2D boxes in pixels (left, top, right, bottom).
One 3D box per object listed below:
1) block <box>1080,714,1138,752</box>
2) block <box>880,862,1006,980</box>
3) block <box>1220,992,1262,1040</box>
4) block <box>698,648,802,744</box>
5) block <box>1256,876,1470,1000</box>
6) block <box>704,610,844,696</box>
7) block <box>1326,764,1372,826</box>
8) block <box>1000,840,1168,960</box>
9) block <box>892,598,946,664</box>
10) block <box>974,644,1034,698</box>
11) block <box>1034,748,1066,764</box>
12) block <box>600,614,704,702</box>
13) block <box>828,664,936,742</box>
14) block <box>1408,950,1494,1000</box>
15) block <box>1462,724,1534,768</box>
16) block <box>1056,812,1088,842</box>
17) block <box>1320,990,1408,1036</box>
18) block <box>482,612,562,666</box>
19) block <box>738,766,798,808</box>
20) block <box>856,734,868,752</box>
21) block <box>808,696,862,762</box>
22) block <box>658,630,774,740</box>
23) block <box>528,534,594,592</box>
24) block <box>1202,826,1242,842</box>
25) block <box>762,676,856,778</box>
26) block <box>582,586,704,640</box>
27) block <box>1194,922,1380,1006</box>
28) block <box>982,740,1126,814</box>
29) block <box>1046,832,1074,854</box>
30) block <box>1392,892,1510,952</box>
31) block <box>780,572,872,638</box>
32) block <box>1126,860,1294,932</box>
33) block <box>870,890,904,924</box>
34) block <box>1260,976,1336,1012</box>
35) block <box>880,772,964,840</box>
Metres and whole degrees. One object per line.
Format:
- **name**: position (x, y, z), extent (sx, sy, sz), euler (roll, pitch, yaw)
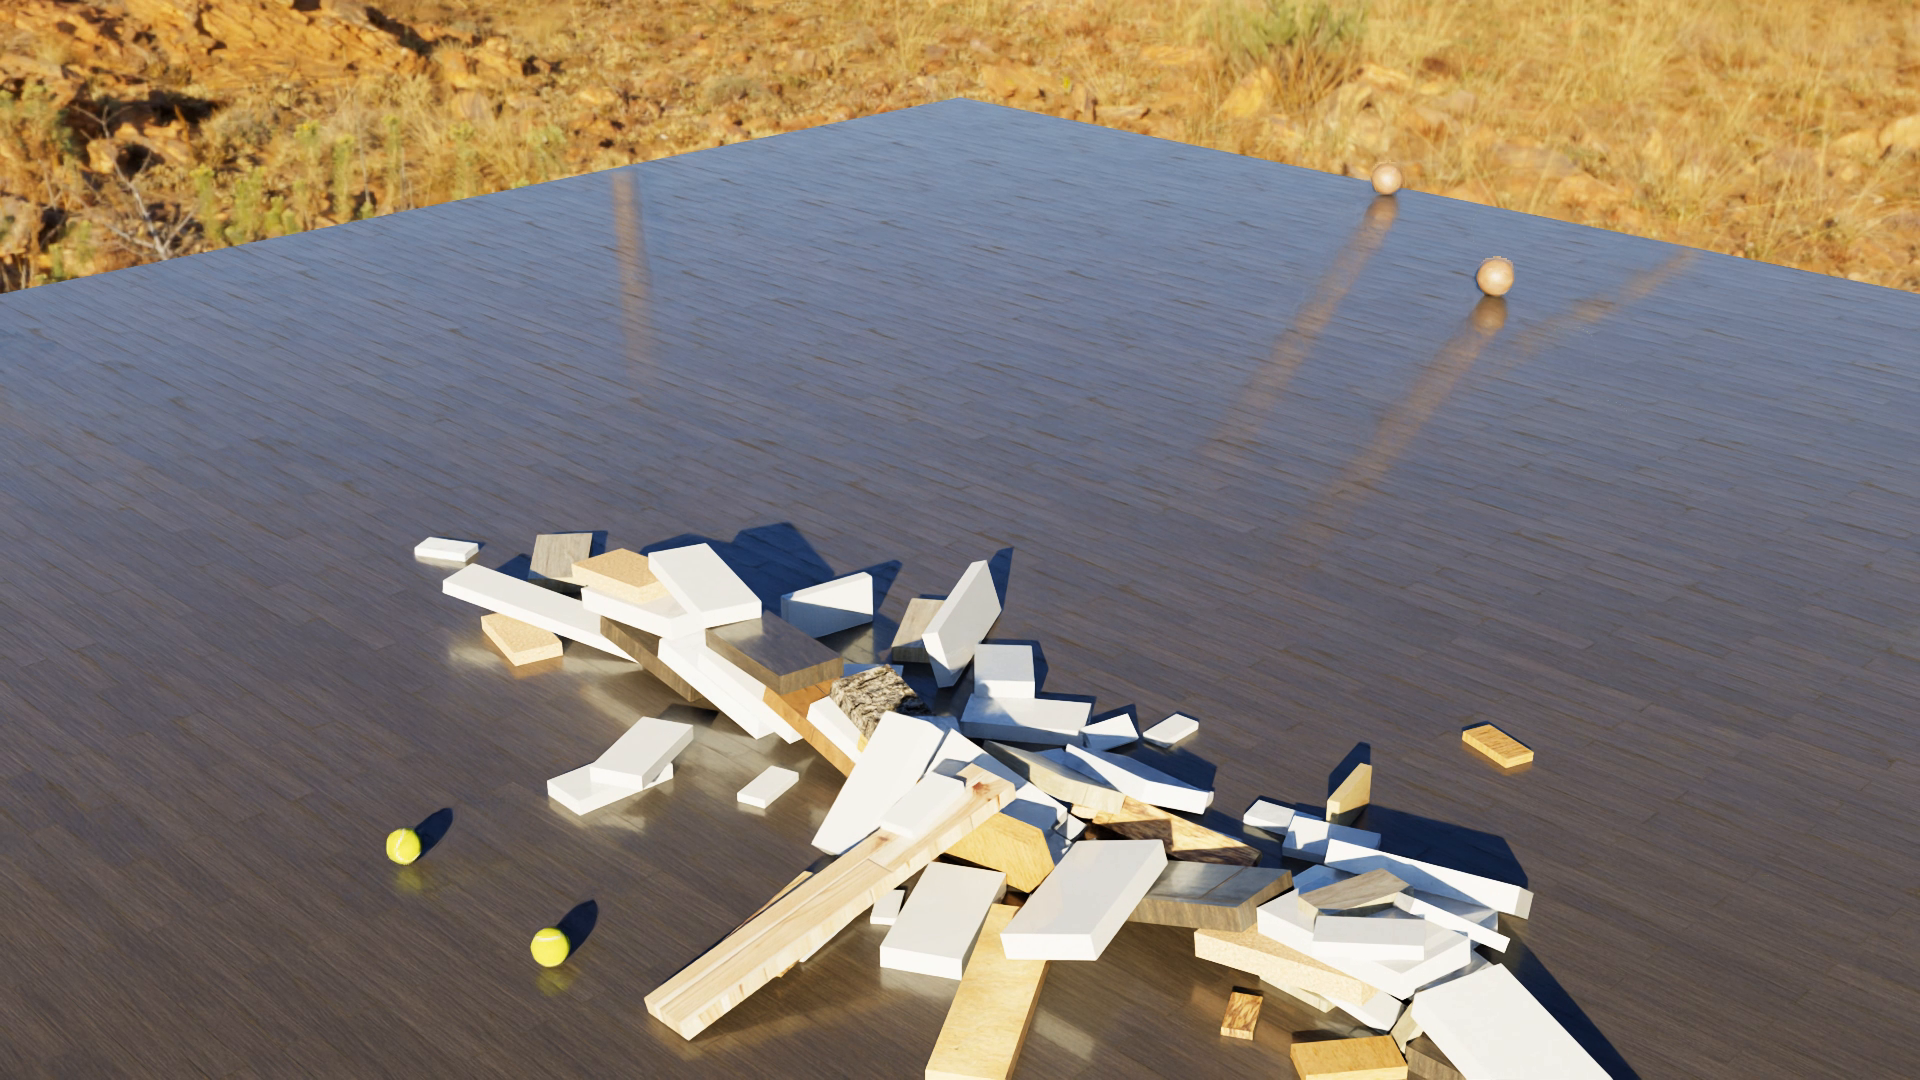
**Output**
- **block**: position (0.320, 0.416, 4.712), extent (0.118, 0.017, 0.059), euler (-14, 71, -30)
- **block**: position (-0.027, 0.699, 4.059), extent (0.151, 0.043, 0.302), euler (7, 24, 15)
- **block**: position (0.488, 0.822, 3.803), extent (0.054, 0.015, 0.108), euler (7, 24, 15)
- **block**: position (-0.411, 0.317, 4.797), extent (0.158, 0.045, 0.316), euler (-21, 44, -40)
- **block**: position (0.695, 0.684, 3.807), extent (0.169, 0.048, 0.338), euler (-18, 22, -34)
- **block**: position (-0.405, 0.241, 4.767), extent (0.158, 0.045, 0.316), euler (-16, 27, -32)
- **block**: position (0.780, 0.525, 4.413), extent (0.025, 0.087, 0.174), euler (13, 26, 28)
- **block**: position (0.230, 0.652, 4.007), extent (0.177, 0.050, 0.354), euler (-5, 18, 29)
- **block**: position (-0.072, 0.215, 5.207), extent (0.134, 0.038, 0.267), euler (4, 23, 8)
- **block**: position (0.099, 0.295, 4.967), extent (0.132, 0.037, 0.264), euler (2, 15, 0)
- **block**: position (0.159, 0.472, 4.623), extent (0.140, 0.020, 0.070), euler (-7, 24, -16)
- **block**: position (-0.653, 0.245, 5.057), extent (0.176, 0.050, 0.353), euler (-20, 38, -39)
- **block**: position (-0.126, 0.377, 4.508), extent (0.145, 0.041, 0.290), euler (-16, 46, -37)
- **block**: position (0.846, 0.763, 3.835), extent (0.153, 0.043, 0.306), euler (-7, 13, -15)
- **block**: position (1.149, 0.440, 4.699), extent (0.071, 0.020, 0.142), euler (-11, 26, -25)
- **block**: position (0.178, 0.554, 4.377), extent (0.138, 0.020, 0.069), euler (31, 33, 21)
- **block**: position (0.700, 0.799, 3.817), extent (0.146, 0.021, 0.073), euler (30, 36, 32)
- **block**: position (-1.034, 0.226, 5.187), extent (0.115, 0.033, 0.230), euler (-13, 26, -28)
- **block**: position (-0.396, 0.509, 4.538), extent (0.065, 0.018, 0.131), euler (12, 26, 25)
- **block**: position (-0.059, 0.472, 4.478), extent (0.145, 0.041, 0.290), euler (-22, 50, -41)
- **block**: position (-0.167, 0.418, 4.578), extent (0.145, 0.041, 0.290), euler (-23, 51, -42)
- **block**: position (-0.492, 0.302, 4.889), extent (0.176, 0.050, 0.353), euler (-21, 43, -40)
- **block**: position (-1.010, 0.058, 5.574), extent (0.141, 0.040, 0.282), euler (-2, 23, -5)
- **block**: position (0.464, 0.594, 4.331), extent (0.164, 0.023, 0.082), euler (15, 27, 31)
- **block**: position (-0.253, 0.389, 4.656), extent (0.316, 0.045, 0.158), euler (39, 41, 28)
- **block**: position (-0.698, 0.146, 5.074), extent (0.176, 0.050, 0.353), euler (-20, 24, -39)
- **block**: position (0.603, 0.720, 3.878), extent (0.338, 0.048, 0.169), euler (10, 23, 39)
- **block**: position (0.182, 0.474, 4.405), extent (0.151, 0.043, 0.301), euler (18, 0, -33)
- **block**: position (0.157, 0.591, 4.301), extent (0.138, 0.020, 0.069), euler (27, 36, 25)
- **block**: position (0.849, 0.660, 3.802), extent (0.182, 0.026, 0.091), euler (23, -4, -6)
- **block**: position (-0.315, 0.163, 5.227), extent (0.235, 0.117, 0.033), euler (-16, 28, -33)
- **block**: position (0.427, 0.650, 4.035), extent (0.338, 0.048, 0.169), euler (-3, 15, 45)
- **block**: position (-0.135, 0.687, 4.123), extent (0.049, 0.014, 0.098), euler (3, 23, 7)
- **block**: position (0.611, 0.782, 3.891), extent (0.073, 0.021, 0.146), euler (-21, 31, -40)
- **block**: position (-0.071, 0.496, 4.117), extent (0.079, 0.022, 0.157), euler (13, 38, 37)
